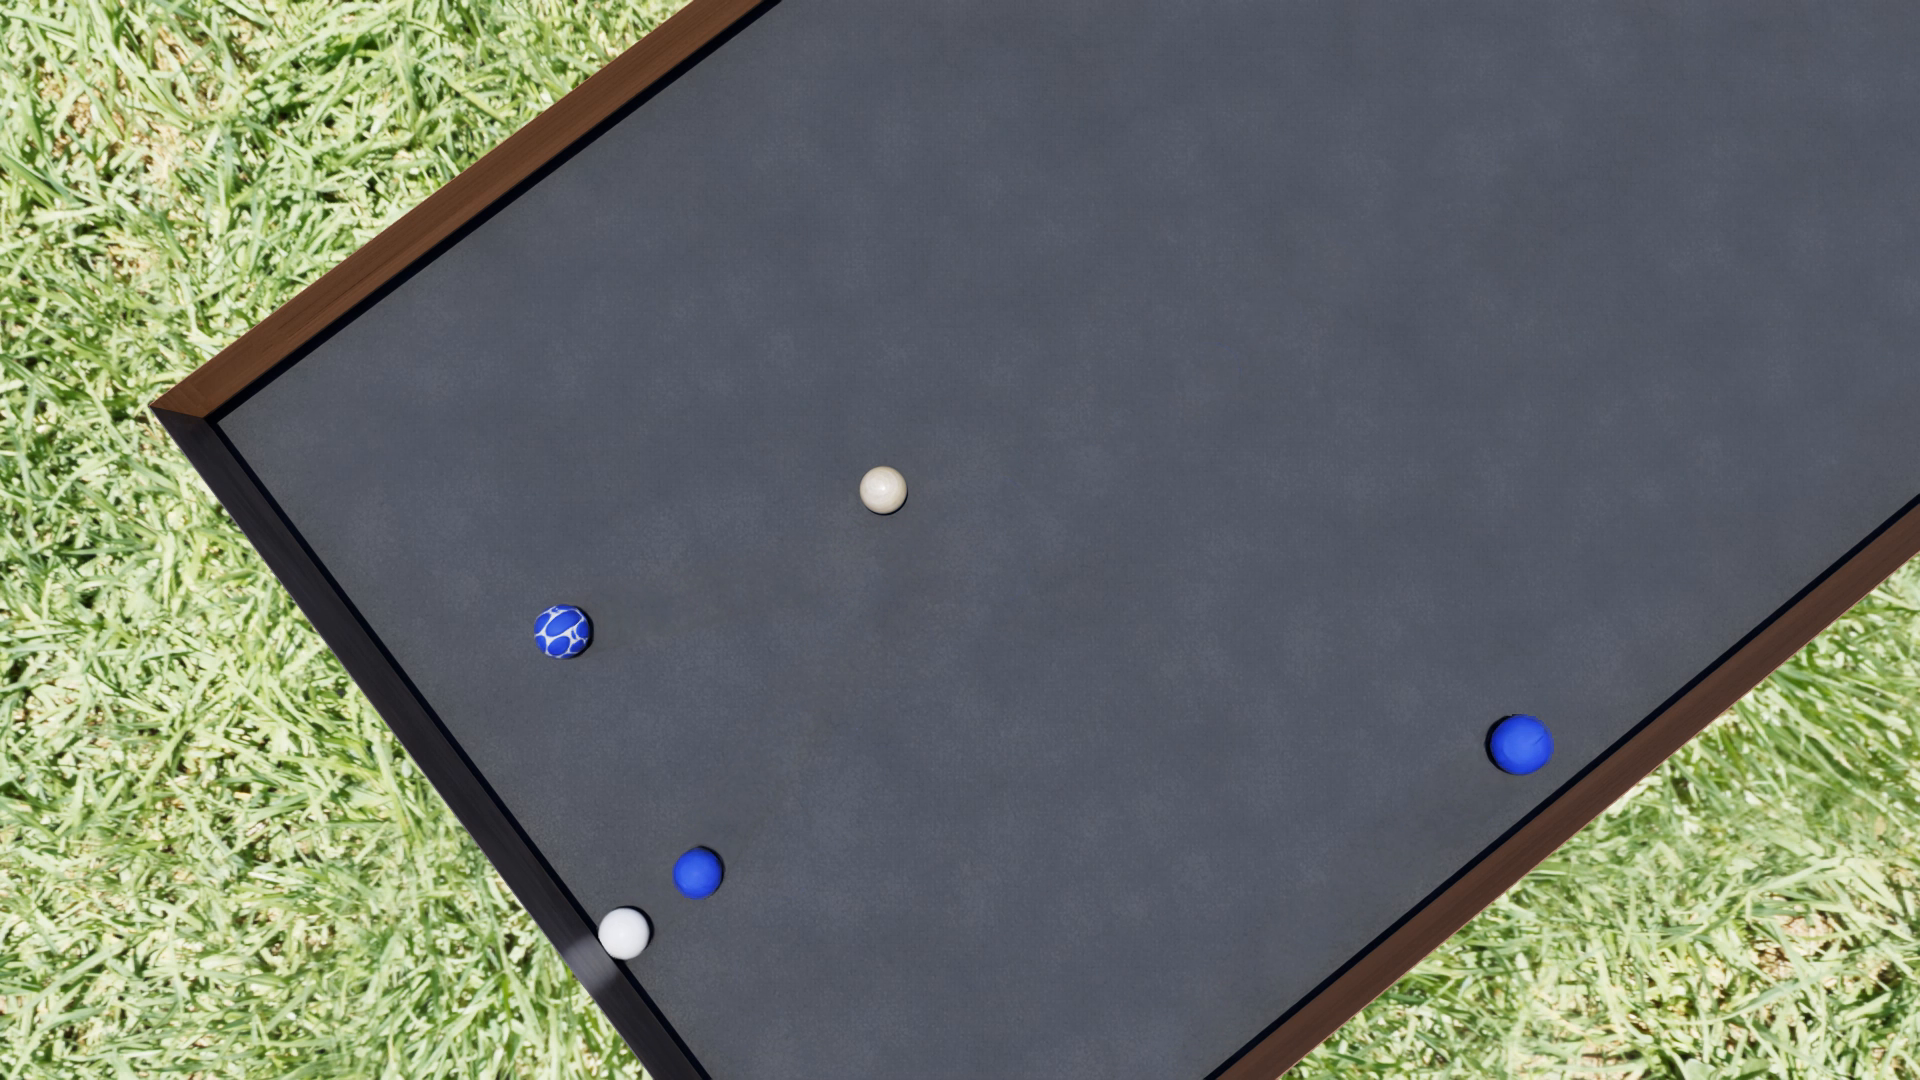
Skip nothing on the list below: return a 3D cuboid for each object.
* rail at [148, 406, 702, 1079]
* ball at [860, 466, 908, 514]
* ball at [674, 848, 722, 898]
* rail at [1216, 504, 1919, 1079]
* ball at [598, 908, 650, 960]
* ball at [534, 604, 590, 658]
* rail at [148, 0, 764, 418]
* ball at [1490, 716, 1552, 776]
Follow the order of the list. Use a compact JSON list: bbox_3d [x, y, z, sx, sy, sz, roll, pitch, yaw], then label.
[{"bbox_3d":[-0.623,0.484,3.175,0.045,0.112,1.768,-38,84,-5],"label":"rail"},{"bbox_3d":[-0.114,-0.074,3.276,0.072,0.072,0.072,0,82,0],"label":"ball"},{"bbox_3d":[-0.381,0.484,3.197,0.071,0.071,0.071,0,82,0],"label":"ball"},{"bbox_3d":[1.175,0.165,3.221,3.270,0.112,0.045,-38,84,-5],"label":"rail"},{"bbox_3d":[-0.486,0.570,3.183,0.074,0.074,0.074,0,82,0],"label":"ball"},{"bbox_3d":[-0.586,0.135,3.242,0.080,0.080,0.080,0,82,0],"label":"ball"},{"bbox_3d":[0.109,-1.173,3.412,3.270,0.112,0.045,-38,84,-5],"label":"rail"},{"bbox_3d":[0.820,0.301,3.215,0.087,0.087,0.087,0,82,0],"label":"ball"}]
